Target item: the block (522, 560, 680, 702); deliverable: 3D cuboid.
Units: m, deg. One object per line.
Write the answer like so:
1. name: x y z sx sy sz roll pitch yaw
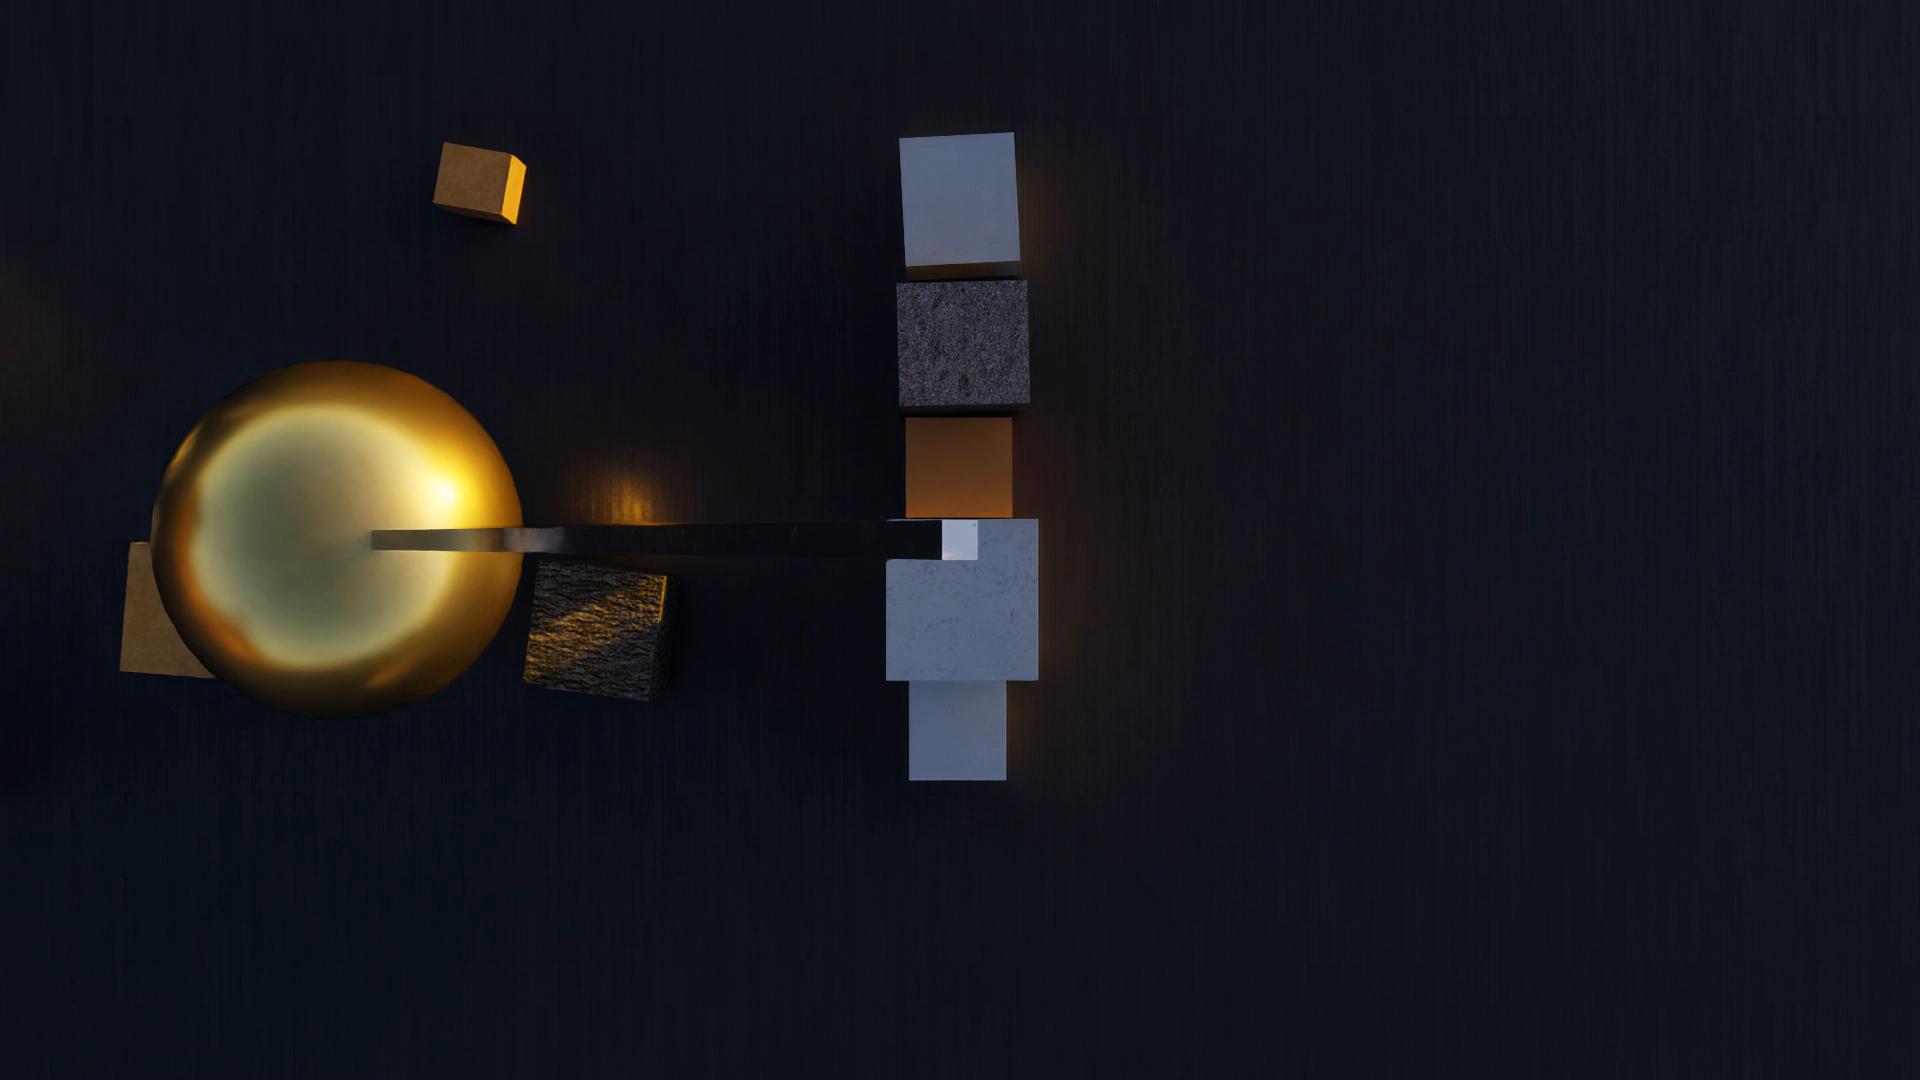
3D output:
1. block: -2.044 0.505 12.628 0.705 0.743 0.702 7 90 0

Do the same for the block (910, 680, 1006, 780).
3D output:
1. block: -0.013 1.075 12.732 0.550 0.535 0.574 0 90 0

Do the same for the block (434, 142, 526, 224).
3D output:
1. block: -2.791 -2.071 12.796 0.398 0.407 0.353 10 90 0

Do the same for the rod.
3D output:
1. rod: -1.188 0.000 6.726 0.080 5.200 0.080 0 90 -27

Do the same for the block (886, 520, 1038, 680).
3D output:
1. block: 0.012 0.331 12.593 0.842 0.814 0.894 0 90 0

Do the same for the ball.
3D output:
1. ball: -2.741 0.000 9.751 1.600 1.600 1.600 0 90 0

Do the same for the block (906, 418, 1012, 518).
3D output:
1. block: -0.006 -0.407 12.666 0.597 0.668 0.562 0 90 0

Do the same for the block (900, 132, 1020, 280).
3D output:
1. block: -0.001 -1.909 12.662 0.643 0.677 0.719 -3 90 0

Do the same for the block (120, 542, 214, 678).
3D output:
1. block: -4.283 0.403 12.639 0.764 0.721 0.719 5 90 0

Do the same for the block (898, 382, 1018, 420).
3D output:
1. block: -0.012 -1.037 12.686 0.672 0.629 0.664 0 90 0

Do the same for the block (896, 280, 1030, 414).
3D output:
1. block: 0.018 -1.049 12.042 0.696 0.658 0.654 -1 90 0
